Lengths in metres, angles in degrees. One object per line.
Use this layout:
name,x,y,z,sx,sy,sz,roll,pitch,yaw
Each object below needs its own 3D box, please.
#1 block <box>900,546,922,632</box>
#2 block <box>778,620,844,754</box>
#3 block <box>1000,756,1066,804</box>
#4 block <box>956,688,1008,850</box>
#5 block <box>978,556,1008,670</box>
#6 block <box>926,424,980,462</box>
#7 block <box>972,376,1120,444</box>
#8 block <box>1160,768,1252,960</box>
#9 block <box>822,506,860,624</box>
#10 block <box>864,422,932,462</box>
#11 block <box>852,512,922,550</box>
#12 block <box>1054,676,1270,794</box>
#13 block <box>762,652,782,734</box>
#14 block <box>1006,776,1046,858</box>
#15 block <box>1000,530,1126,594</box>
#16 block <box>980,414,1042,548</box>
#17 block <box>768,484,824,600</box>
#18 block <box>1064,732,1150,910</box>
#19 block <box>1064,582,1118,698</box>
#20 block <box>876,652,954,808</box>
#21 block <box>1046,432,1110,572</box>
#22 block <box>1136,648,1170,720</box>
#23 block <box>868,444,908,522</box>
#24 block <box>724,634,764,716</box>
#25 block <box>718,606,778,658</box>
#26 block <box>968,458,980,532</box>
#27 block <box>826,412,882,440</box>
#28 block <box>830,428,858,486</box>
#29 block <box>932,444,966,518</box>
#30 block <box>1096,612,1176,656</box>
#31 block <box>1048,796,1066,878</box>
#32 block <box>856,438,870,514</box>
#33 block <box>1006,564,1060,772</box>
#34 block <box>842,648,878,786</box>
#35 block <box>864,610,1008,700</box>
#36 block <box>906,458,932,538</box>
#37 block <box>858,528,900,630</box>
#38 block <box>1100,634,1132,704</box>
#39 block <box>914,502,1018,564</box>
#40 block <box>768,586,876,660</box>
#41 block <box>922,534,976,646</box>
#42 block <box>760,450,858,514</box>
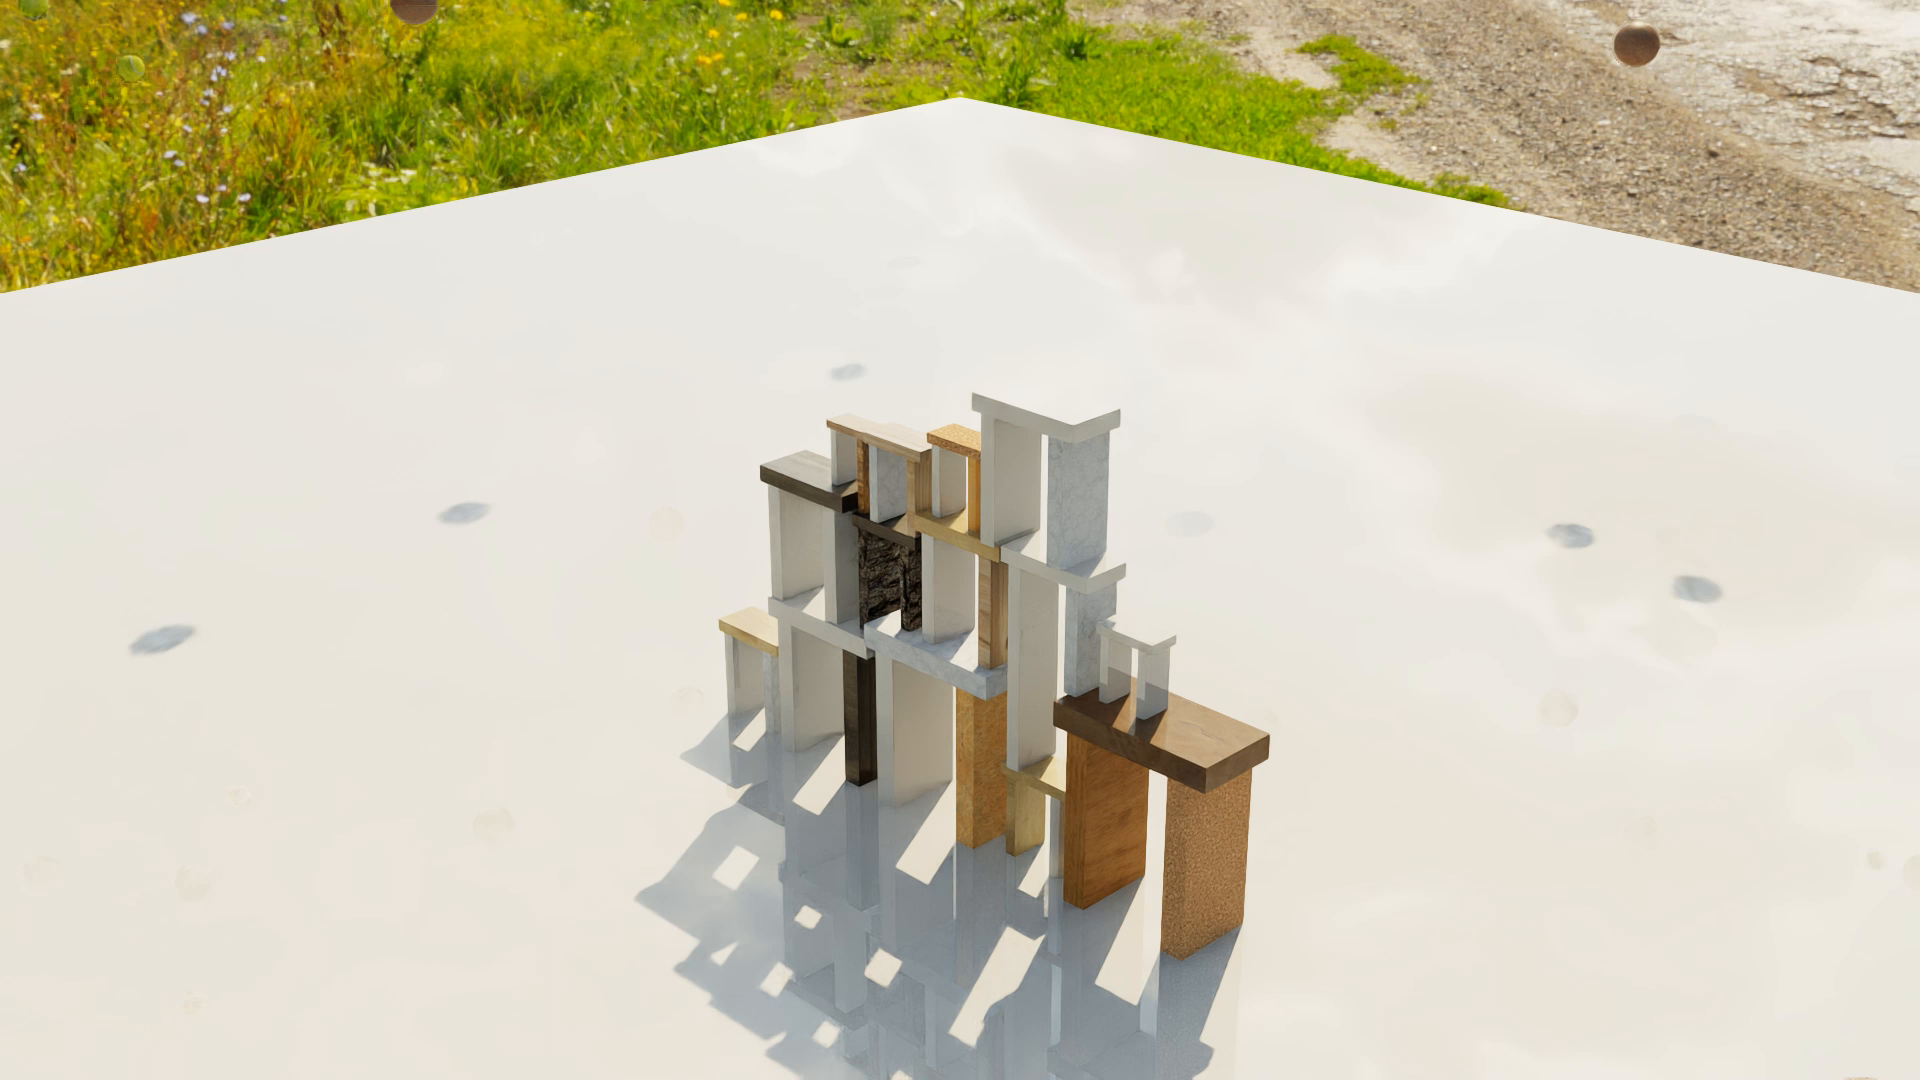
block,-0.076,0.083,4.342,0.026,0.181,0.090,21,31,41
block,-0.313,0.289,4.690,0.043,0.303,0.152,21,31,41
block,0.170,0.450,4.226,0.173,0.024,0.086,21,31,41
block,0.069,0.422,4.331,0.048,0.339,0.170,21,31,41
block,0.086,0.122,4.188,0.114,0.229,0.032,-21,31,-41
block,0.014,-0.184,4.137,0.145,0.021,0.072,21,31,41
block,0.153,-0.235,3.956,0.125,0.035,0.250,-21,31,-40
block,0.445,0.564,3.974,0.051,0.358,0.179,21,31,41
block,-0.218,0.035,4.471,0.036,0.251,0.126,21,31,41
block,-0.103,-0.189,4.250,0.080,0.023,0.159,-21,31,-41
block,-0.119,-0.029,4.341,0.181,0.026,0.090,21,31,41
block,0.361,0.342,3.972,0.358,0.051,0.179,21,31,41
block,-0.378,0.317,4.766,0.027,0.194,0.097,21,31,41
block,0.129,0.525,4.301,0.024,0.173,0.086,21,31,41
block,0.189,0.039,4.033,0.214,0.030,0.107,21,31,41
block,0.095,-0.125,4.068,0.125,0.255,0.035,-21,31,-40
block,-0.337,-0.011,4.579,0.036,0.251,0.126,21,31,41
block,0.276,0.498,4.129,0.051,0.358,0.179,21,31,41
block,0.239,0.172,4.035,0.030,0.214,0.107,21,31,41
block,-0.091,0.360,4.478,0.048,0.339,0.170,21,31,41
block,0.212,-0.081,3.958,0.035,0.250,0.125,21,31,40
block,0.347,0.251,3.953,0.019,0.133,0.067,21,31,41
block,-0.141,-0.120,4.320,0.023,0.159,0.080,21,31,41
block,-0.470,0.281,4.850,0.027,0.194,0.097,21,31,41
block,-0.424,0.198,4.765,0.193,0.027,0.097,21,31,41
block,0.048,-0.095,4.138,0.072,0.145,0.021,-21,31,-41
block,-0.203,-0.223,4.346,0.117,0.017,0.058,21,31,41
block,-0.231,-0.173,4.398,0.017,0.117,0.058,21,31,41
block,-0.021,-0.121,4.201,0.021,0.145,0.072,21,31,41
block,0.316,0.168,3.952,0.133,0.019,0.067,21,31,41
block,0.211,0.557,4.227,0.024,0.173,0.086,21,31,41
block,-0.176,-0.133,4.355,0.017,0.156,0.058,21,31,41
block,0.138,0.230,4.169,0.030,0.426,0.107,21,31,41
block,-0.170,0.345,4.559,0.043,0.303,0.152,21,31,41
block,-0.011,0.213,4.329,0.339,0.048,0.170,21,31,41
block,-0.066,-0.091,4.251,0.023,0.159,0.080,21,31,41
block,-0.162,0.069,4.428,0.026,0.222,0.090,21,31,41
block,0.285,0.226,4.011,0.019,0.133,0.067,21,31,41
block,0.032,-0.019,4.187,0.114,0.032,0.229,-21,31,-40
block,-0.241,0.158,4.557,0.303,0.043,0.152,21,31,41
block,-0.022,0.080,4.287,0.032,0.229,0.114,21,31,41
block,-0.277,-0.120,4.469,0.251,0.036,0.126,21,31,41
